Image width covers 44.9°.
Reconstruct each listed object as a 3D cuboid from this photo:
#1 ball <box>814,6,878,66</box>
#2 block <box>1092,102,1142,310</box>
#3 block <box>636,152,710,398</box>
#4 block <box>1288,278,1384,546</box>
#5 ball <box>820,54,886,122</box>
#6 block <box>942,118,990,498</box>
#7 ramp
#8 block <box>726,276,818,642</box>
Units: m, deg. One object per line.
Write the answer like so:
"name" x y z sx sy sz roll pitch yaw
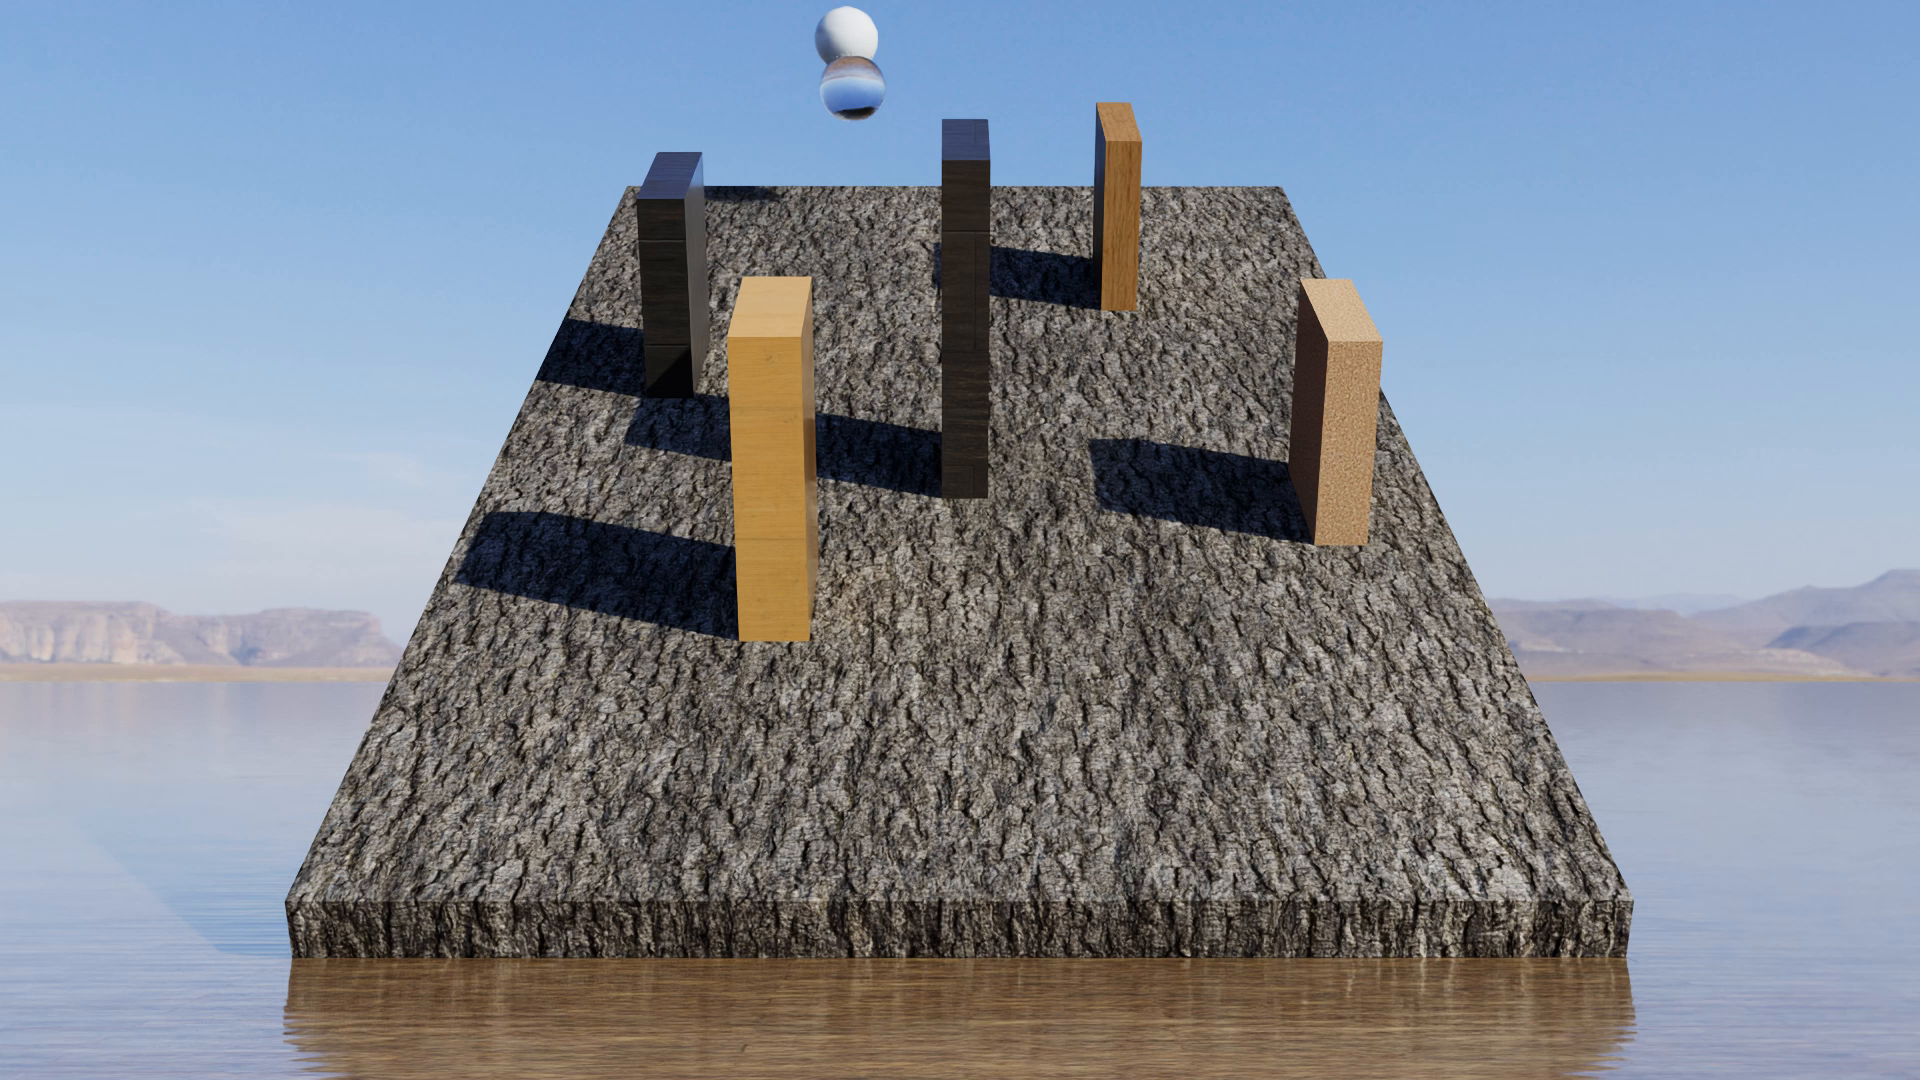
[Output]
"ball" -0.338 -1.487 6.899 0.190 0.190 0.190 0 -3 0
"block" 0.409 -0.880 6.097 0.091 0.444 0.418 0 24 0
"block" -0.673 -0.631 5.489 0.108 0.475 0.417 0 24 0
"block" 0.759 -0.266 4.729 0.105 0.429 0.397 0 24 0
"ball" -0.310 -1.305 6.713 0.194 0.194 0.194 0 -3 0
"block" 0.010 -0.484 4.859 0.096 0.720 0.339 0 24 0
"ramp" -0.008 -0.228 5.293 2.000 0.100 4.000 0 24 0
"block" -0.339 -0.152 4.275 0.127 0.584 0.345 0 24 0
